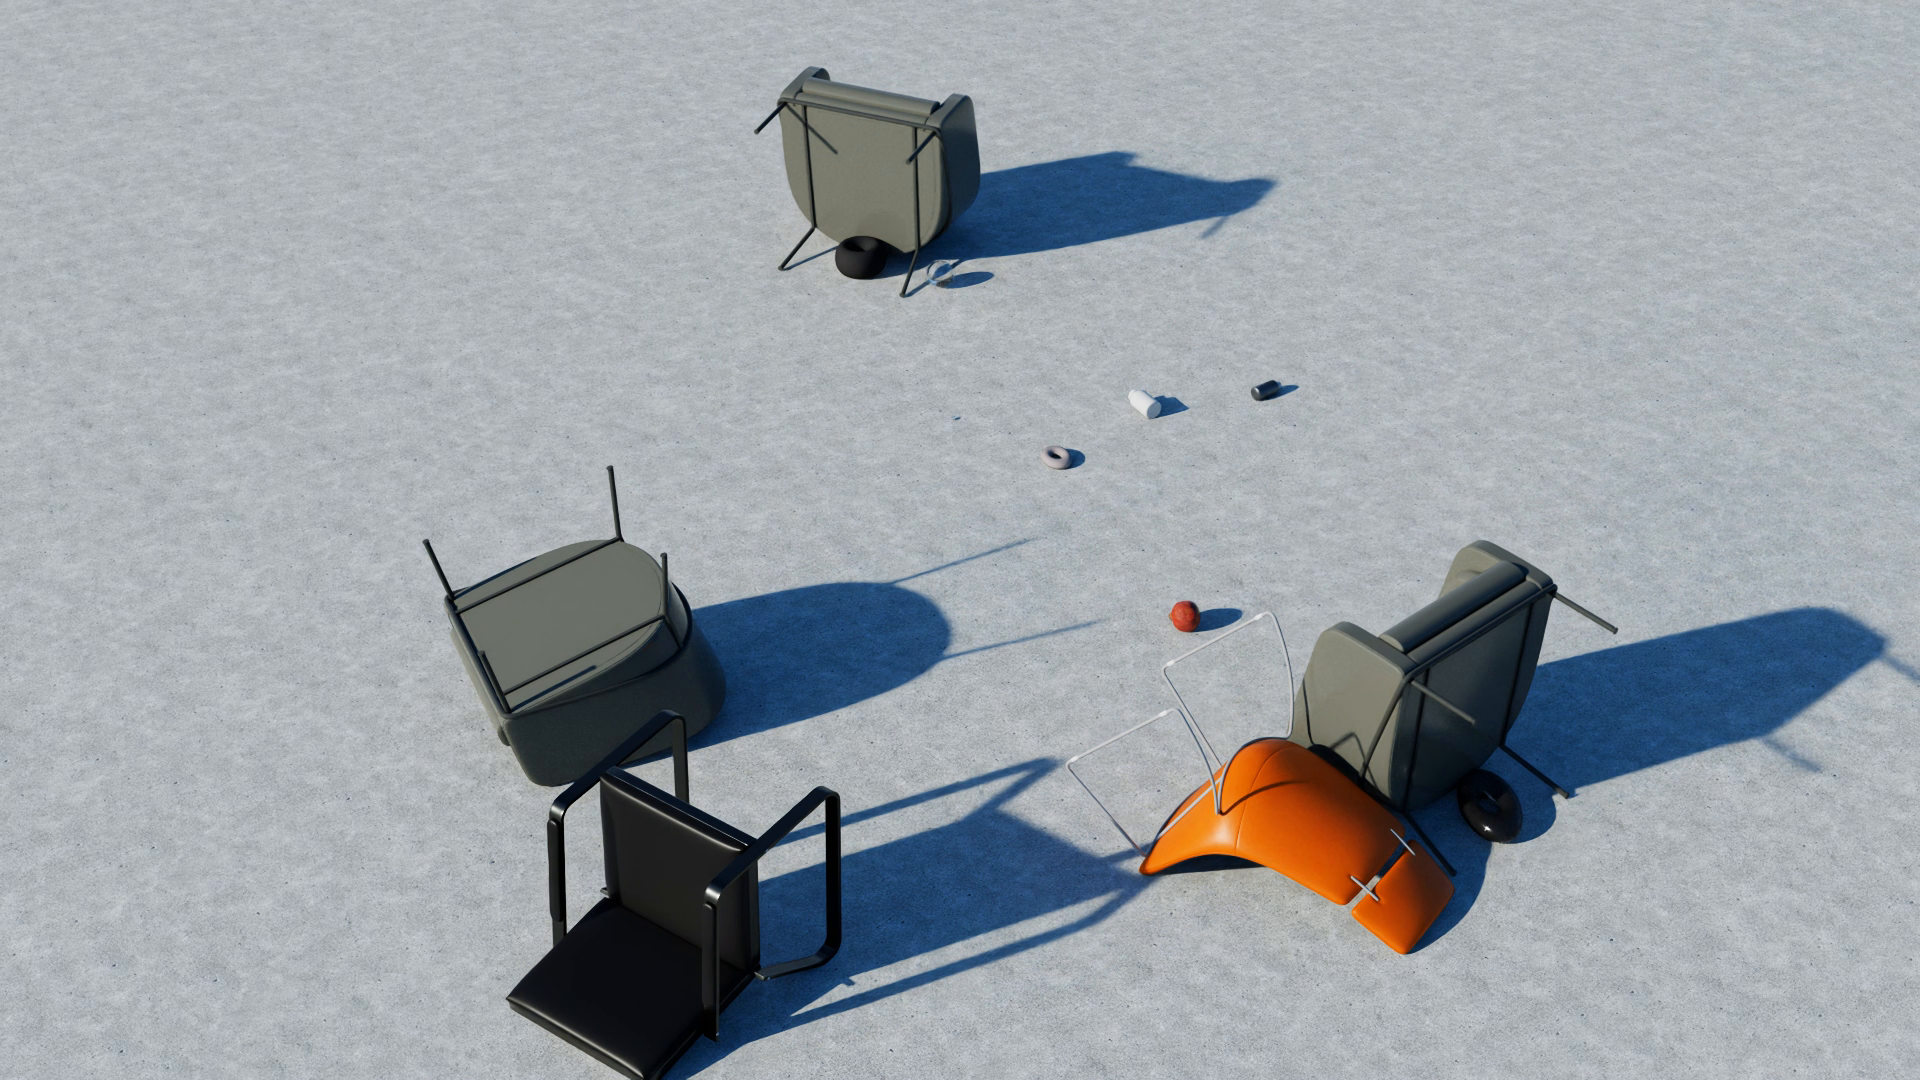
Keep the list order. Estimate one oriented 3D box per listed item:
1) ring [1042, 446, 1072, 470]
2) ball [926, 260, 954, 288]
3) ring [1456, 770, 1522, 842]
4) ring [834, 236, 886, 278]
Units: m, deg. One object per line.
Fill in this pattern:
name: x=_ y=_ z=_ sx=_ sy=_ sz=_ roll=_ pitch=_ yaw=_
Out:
ring: x=0.376 y=-0.322 z=11.400 sx=0.116 sy=0.036 sz=0.150 roll=-14 pitch=37 yaw=-18
ball: x=-0.084 y=-1.141 z=12.571 sx=0.115 sy=0.115 sz=0.115 roll=0 pitch=33 yaw=0
ring: x=1.726 y=0.866 z=9.557 sx=0.196 sy=0.082 sz=0.345 roll=-6 pitch=34 yaw=-6
ring: x=-0.430 y=-1.223 z=12.688 sx=0.223 sy=0.126 sz=0.233 roll=-4 pitch=32 yaw=-3
